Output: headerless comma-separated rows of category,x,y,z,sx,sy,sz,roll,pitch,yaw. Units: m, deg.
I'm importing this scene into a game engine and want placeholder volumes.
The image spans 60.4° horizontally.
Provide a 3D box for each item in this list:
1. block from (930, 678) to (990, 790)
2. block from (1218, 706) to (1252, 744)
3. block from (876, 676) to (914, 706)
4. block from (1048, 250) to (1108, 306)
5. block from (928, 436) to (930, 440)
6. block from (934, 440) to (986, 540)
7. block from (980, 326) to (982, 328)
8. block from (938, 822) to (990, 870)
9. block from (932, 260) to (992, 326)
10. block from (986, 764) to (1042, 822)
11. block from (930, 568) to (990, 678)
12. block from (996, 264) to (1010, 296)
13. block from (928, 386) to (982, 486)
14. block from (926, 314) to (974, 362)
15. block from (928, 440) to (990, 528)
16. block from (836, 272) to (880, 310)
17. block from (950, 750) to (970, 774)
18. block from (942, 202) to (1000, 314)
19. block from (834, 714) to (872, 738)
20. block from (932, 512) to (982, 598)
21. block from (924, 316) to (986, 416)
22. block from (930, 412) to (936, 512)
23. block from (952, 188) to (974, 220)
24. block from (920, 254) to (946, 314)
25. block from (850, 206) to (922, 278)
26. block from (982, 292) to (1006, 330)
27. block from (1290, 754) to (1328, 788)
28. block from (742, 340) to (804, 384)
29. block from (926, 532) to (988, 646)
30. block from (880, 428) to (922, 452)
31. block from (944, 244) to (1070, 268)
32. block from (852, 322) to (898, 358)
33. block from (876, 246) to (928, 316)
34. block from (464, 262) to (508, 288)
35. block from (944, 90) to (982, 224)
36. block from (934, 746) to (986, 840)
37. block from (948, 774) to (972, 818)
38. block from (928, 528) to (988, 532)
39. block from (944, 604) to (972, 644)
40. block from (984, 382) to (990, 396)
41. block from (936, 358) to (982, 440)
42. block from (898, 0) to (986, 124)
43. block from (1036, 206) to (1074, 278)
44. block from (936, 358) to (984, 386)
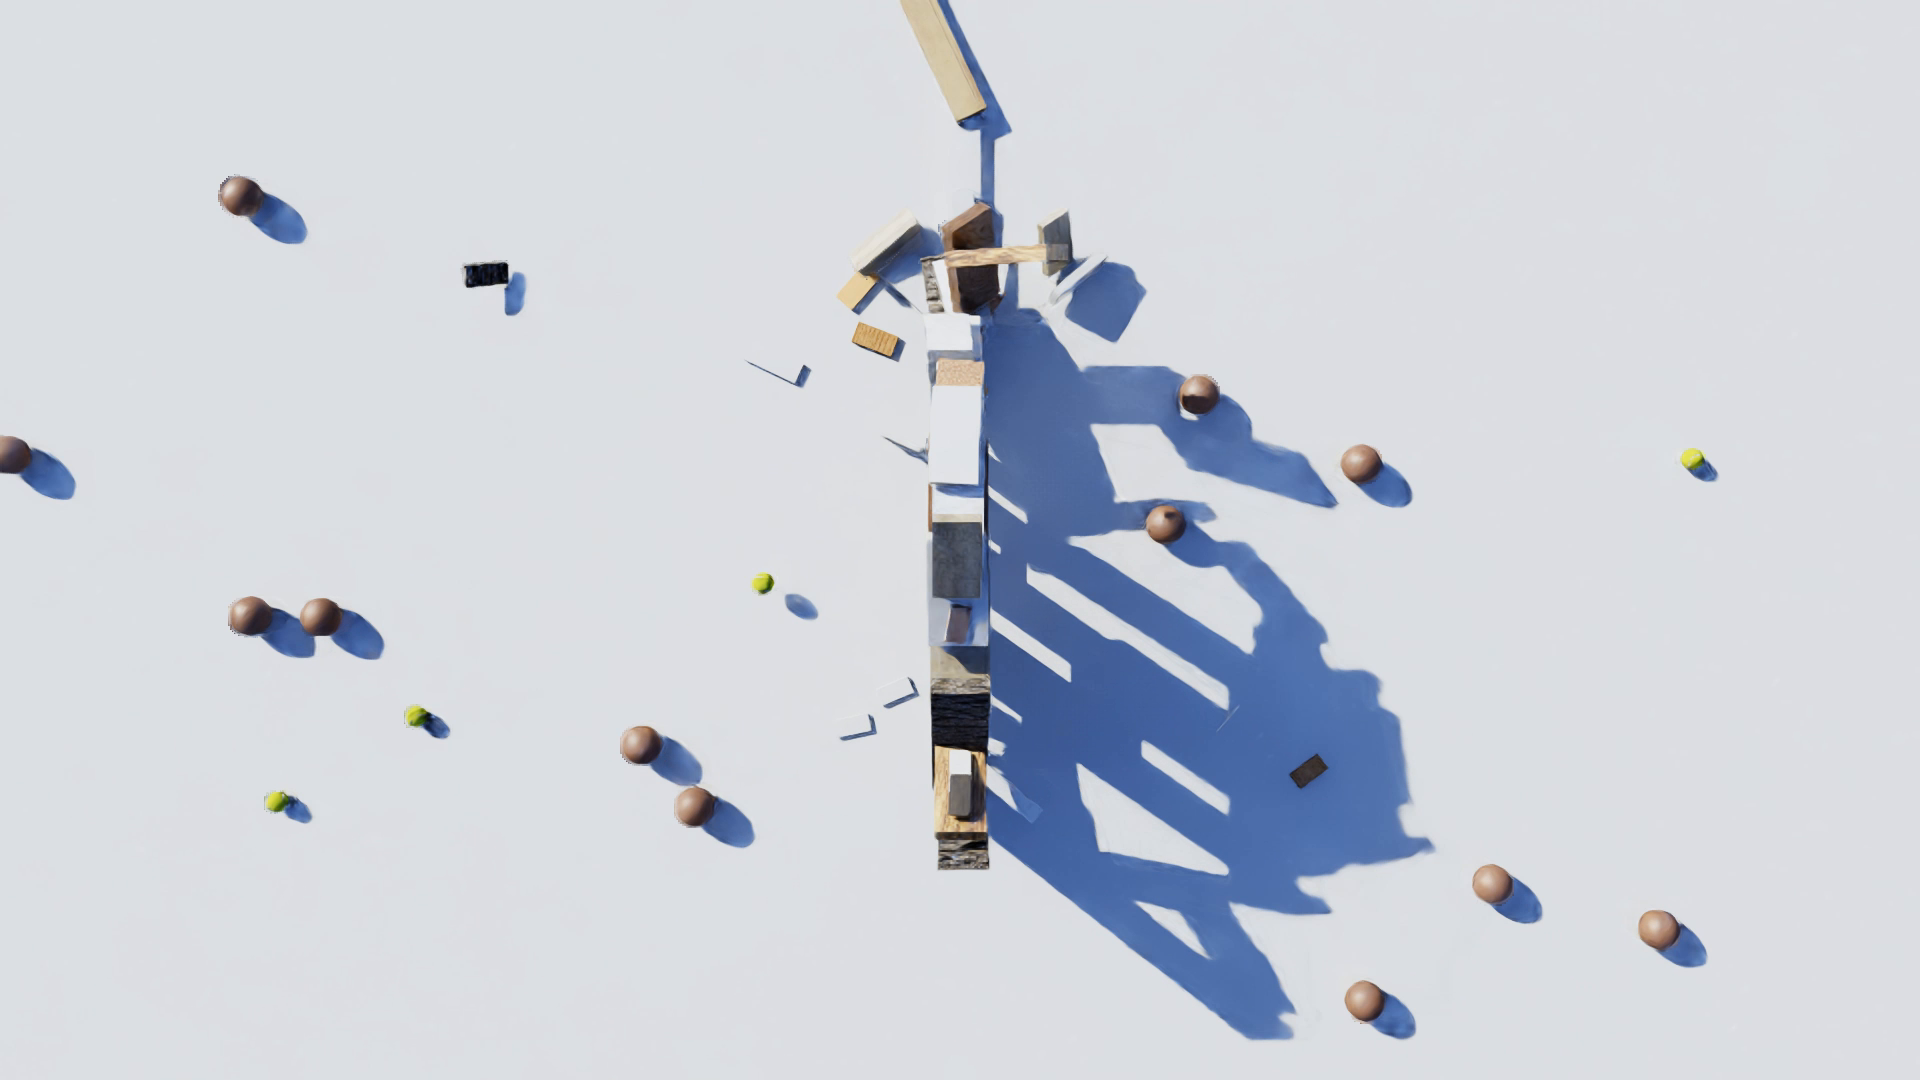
block,-0.001,0.585,4.897,0.167,0.642,0.047,0,57,-1
block,0.915,0.615,5.492,0.058,0.016,0.115,39,90,0
block,-0.217,0.502,5.492,0.115,0.016,0.058,-23,90,0
block,0.387,-0.862,5.424,0.219,0.109,0.031,-40,86,-11
block,-0.016,-0.388,5.302,0.121,0.248,0.034,6,131,9
block,0.000,-0.138,4.456,0.132,0.037,0.265,2,83,-1
block,0.003,-0.702,5.420,0.177,0.025,0.089,-41,99,8
block,0.009,0.881,5.108,0.149,0.784,0.042,-2,96,0
block,0.006,-0.791,5.270,0.134,0.038,0.268,-11,56,-6
block,0.152,0.834,5.492,0.277,0.016,0.058,39,90,0
block,0.000,0.256,4.728,0.173,0.049,0.347,0,90,0
block,0.121,-0.887,5.476,0.071,0.020,0.144,13,80,-4
block,-0.013,-0.280,4.430,0.132,0.037,0.265,2,82,2
block,-0.032,-0.577,4.692,0.125,0.250,0.035,0,122,-3
block,-0.004,-0.113,4.726,0.173,0.049,0.346,0,90,0
block,-0.341,-0.840,5.490,0.071,0.020,0.141,41,90,0
block,0.000,0.662,4.813,0.061,0.122,0.017,2,124,-1
block,0.035,-0.863,5.091,0.164,0.329,0.047,-37,53,-24
block,-0.358,0.617,5.492,0.115,0.016,0.058,-12,90,0
block,-0.008,0.043,4.431,0.132,0.037,0.265,0,129,0
block,-0.012,-0.527,5.025,0.164,0.047,0.346,0,133,5
block,-0.017,-0.193,4.554,0.125,0.035,0.323,-1,95,1
block,0.016,-0.983,5.444,0.072,0.020,0.346,-3,95,0
block,-0.023,-0.659,5.286,0.134,0.038,0.584,-8,67,1
block,-0.244,-0.980,5.422,0.248,0.124,0.035,-38,130,9
block,0.085,-0.780,5.490,0.072,0.020,0.144,33,90,0
block,1.162,0.771,5.492,0.115,0.016,0.058,-37,90,0
block,-0.620,-0.594,5.490,0.190,0.020,0.072,25,90,0
block,-0.008,0.138,4.558,0.167,0.047,0.335,0,117,0
block,-0.195,-0.329,5.464,0.143,0.072,0.020,25,94,0
block,0.139,-0.841,4.880,0.329,0.164,0.047,1,99,27
block,-0.283,-0.668,5.490,0.141,0.020,0.071,21,90,0
block,-0.149,-0.858,5.461,0.248,0.035,0.124,43,89,0
block,-1.563,-0.876,5.439,0.143,0.020,0.072,-13,117,-34
block,0.008,-1.184,5.482,0.124,0.035,0.615,0,90,0
block,0.000,0.734,4.809,0.148,0.042,0.297,1,49,-2
block,0.000,0.732,4.725,0.061,0.017,0.122,3,63,1
block,-0.005,0.129,4.606,0.167,0.047,0.335,0,117,0
block,-0.006,0.232,4.574,0.058,0.016,0.115,4,118,-12
block,0.023,-0.541,5.402,0.086,0.024,0.172,-24,102,-1
block,-0.002,-0.389,4.627,0.126,0.036,0.253,-2,69,0
block,-0.103,-1.706,5.458,0.109,0.031,0.672,-25,88,-1
block,0.312,-0.973,5.389,0.109,0.219,0.031,-36,55,-18
block,-0.007,-0.366,4.502,0.125,0.035,0.250,5,94,-1
